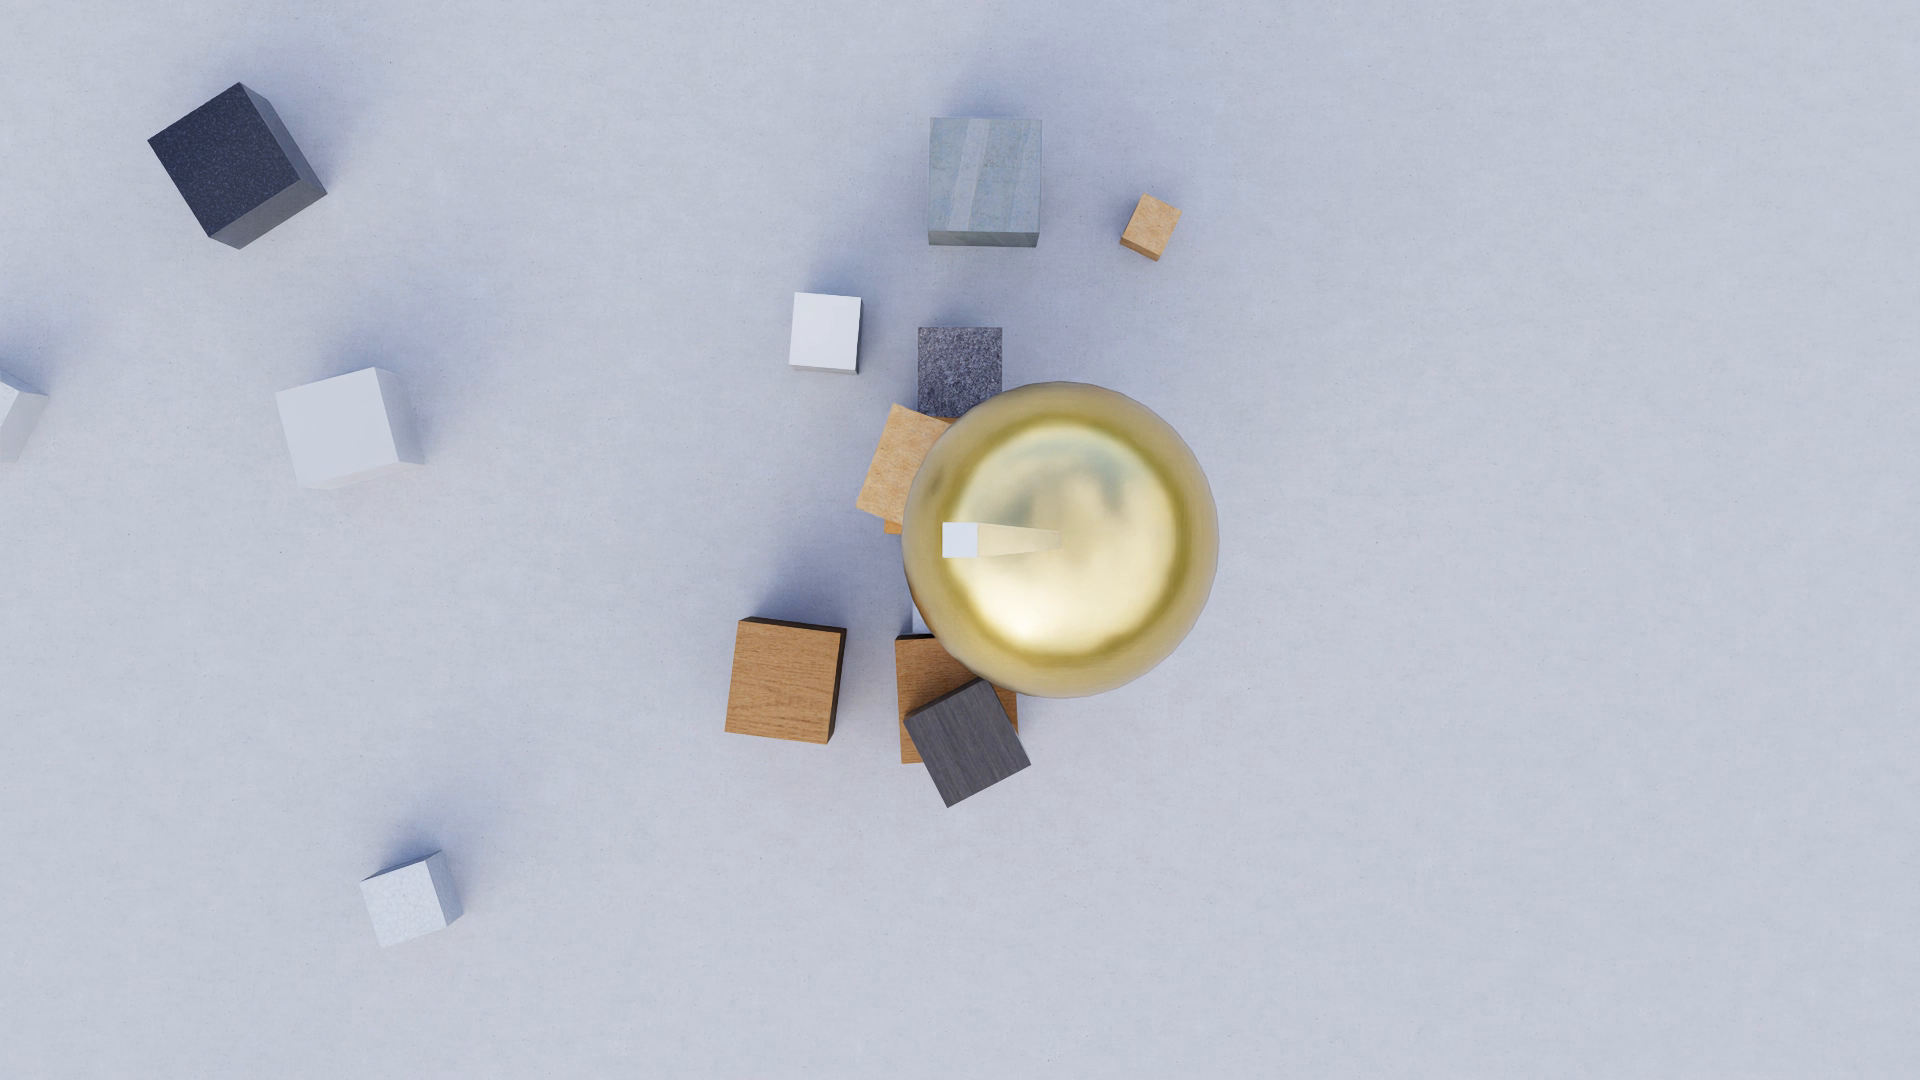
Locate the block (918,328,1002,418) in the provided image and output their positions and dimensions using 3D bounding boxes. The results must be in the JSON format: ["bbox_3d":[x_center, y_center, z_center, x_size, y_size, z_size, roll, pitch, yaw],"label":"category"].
[{"bbox_3d":[0.000,-0.954,12.756,0.480,0.487,0.513,0,90,0],"label":"block"}]

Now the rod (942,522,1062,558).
[{"bbox_3d":[0.217,0.000,7.648,0.080,5.200,0.080,0,90,5],"label":"rod"}]

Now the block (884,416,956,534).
[{"bbox_3d":[-0.048,-0.350,12.634,0.715,0.731,0.664,3,90,0],"label":"block"}]

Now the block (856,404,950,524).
[{"bbox_3d":[-0.179,-0.348,11.979,0.590,0.580,0.591,20,90,0],"label":"block"}]

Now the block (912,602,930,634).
[{"bbox_3d":[-0.006,0.264,12.728,0.522,0.544,0.528,0,90,0],"label":"block"}]

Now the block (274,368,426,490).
[{"bbox_3d":[-3.509,-0.636,12.688,0.581,0.624,0.550,-15,90,0],"label":"block"}]

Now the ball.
[{"bbox_3d":[0.500,0.000,11.036,1.600,1.600,1.600,0,90,0],"label":"ball"}]

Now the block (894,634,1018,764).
[{"bbox_3d":[-0.016,0.893,12.677,0.665,0.646,0.694,-3,90,0],"label":"block"}]

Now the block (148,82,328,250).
[{"bbox_3d":[-4.172,-2.156,12.731,0.619,0.538,0.652,-32,90,0],"label":"block"}]

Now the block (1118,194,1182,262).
[{"bbox_3d":[1.113,-1.828,12.865,0.251,0.270,0.288,26,90,0],"label":"block"}]

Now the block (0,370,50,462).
[{"bbox_3d":[-5.673,-0.754,12.787,0.429,0.425,0.447,28,90,0],"label":"block"}]

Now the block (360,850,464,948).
[{"bbox_3d":[-3.182,2.083,12.782,0.399,0.436,0.400,-18,90,0],"label":"block"}]

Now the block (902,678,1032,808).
[{"bbox_3d":[0.038,1.098,12.114,0.513,0.479,0.527,-27,90,0],"label":"block"}]

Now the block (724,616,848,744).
[{"bbox_3d":[-0.992,0.798,12.645,0.577,0.710,0.627,7,90,0],"label":"block"}]

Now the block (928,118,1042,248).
[{"bbox_3d":[0.140,-2.054,12.686,0.633,0.627,0.636,1,90,0],"label":"block"}]

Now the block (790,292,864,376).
[{"bbox_3d":[-0.773,-1.196,12.792,0.379,0.416,0.415,5,90,0],"label":"block"}]
